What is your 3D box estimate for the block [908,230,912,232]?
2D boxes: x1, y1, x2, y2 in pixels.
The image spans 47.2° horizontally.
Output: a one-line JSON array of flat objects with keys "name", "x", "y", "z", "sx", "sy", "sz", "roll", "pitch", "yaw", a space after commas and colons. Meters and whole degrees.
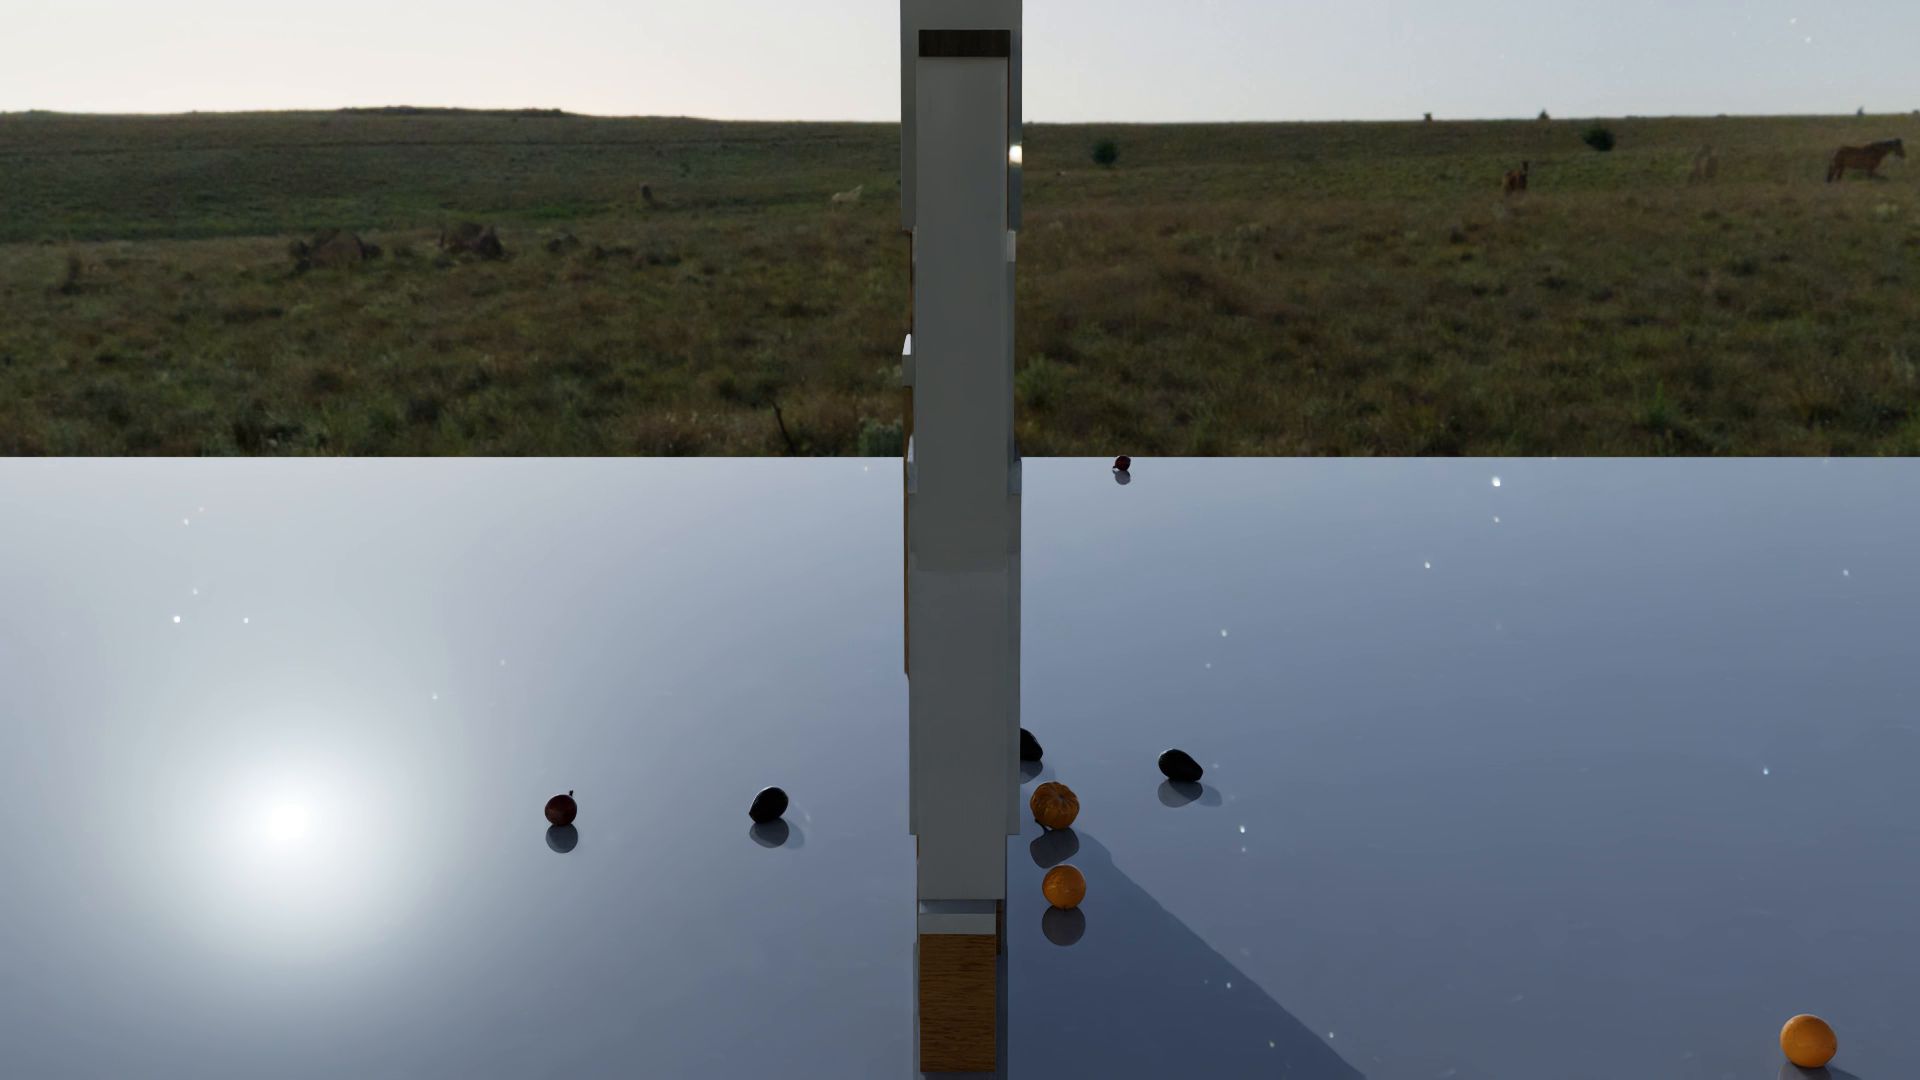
[{"name": "block", "x": 0.000, "y": -0.574, "z": 3.863, "sx": 0.174, "sy": 0.049, "sz": 0.347, "roll": 0, "pitch": 11, "yaw": 0}]

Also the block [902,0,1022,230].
[{"name": "block", "x": 0.002, "y": -0.614, "z": 3.064, "sx": 0.167, "sy": 0.359, "sz": 0.047, "roll": 0, "pitch": 10, "yaw": -1}]

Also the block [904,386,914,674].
[{"name": "block", "x": -0.004, "y": -0.019, "z": 3.411, "sx": 0.166, "sy": 0.455, "sz": 0.047, "roll": 0, "pitch": 11, "yaw": 0}]

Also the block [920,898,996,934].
[{"name": "block", "x": -0.003, "y": 0.491, "z": 3.015, "sx": 0.101, "sy": 0.029, "sz": 0.203, "roll": 0, "pitch": 10, "yaw": 0}]

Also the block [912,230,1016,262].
[{"name": "block", "x": 0.004, "y": -0.411, "z": 3.057, "sx": 0.137, "sy": 0.039, "sz": 0.274, "roll": 0, "pitch": 9, "yaw": -1}]

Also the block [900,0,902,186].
[{"name": "block", "x": -0.004, "y": -0.664, "z": 3.275, "sx": 0.167, "sy": 0.334, "sz": 0.047, "roll": 0, "pitch": 10, "yaw": 0}]

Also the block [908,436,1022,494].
[{"name": "block", "x": 0.005, "y": -0.112, "z": 3.184, "sx": 0.157, "sy": 0.045, "sz": 0.315, "roll": 0, "pitch": 9, "yaw": -1}]

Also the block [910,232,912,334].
[{"name": "block", "x": 0.002, "y": -0.356, "z": 3.780, "sx": 0.174, "sy": 0.347, "sz": 0.049, "roll": 0, "pitch": 9, "yaw": 0}]

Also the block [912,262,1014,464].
[{"name": "block", "x": 0.005, "y": -0.242, "z": 2.995, "sx": 0.137, "sy": 0.274, "sz": 0.039, "roll": 0, "pitch": 10, "yaw": -1}]

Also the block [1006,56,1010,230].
[{"name": "block", "x": 0.008, "y": -0.536, "z": 2.983, "sx": 0.116, "sy": 0.231, "sz": 0.033, "roll": 0, "pitch": 8, "yaw": -1}]

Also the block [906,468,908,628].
[{"name": "block", "x": -0.001, "y": 0.050, "z": 3.308, "sx": 0.158, "sy": 0.315, "sz": 0.045, "roll": 0, "pitch": 10, "yaw": 0}]

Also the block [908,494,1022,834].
[{"name": "block", "x": 0.007, "y": 0.173, "z": 3.125, "sx": 0.158, "sy": 0.497, "sz": 0.045, "roll": 0, "pitch": 9, "yaw": 0}]

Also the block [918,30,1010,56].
[{"name": "block", "x": 0.008, "y": -0.650, "z": 2.882, "sx": 0.116, "sy": 0.033, "sz": 0.231, "roll": 0, "pitch": 12, "yaw": 1}]

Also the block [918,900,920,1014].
[{"name": "block", "x": -0.005, "y": 0.570, "z": 3.162, "sx": 0.113, "sy": 0.225, "sz": 0.032, "roll": 0, "pitch": 11, "yaw": 0}]

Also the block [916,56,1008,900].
[{"name": "block", "x": 0.002, "y": -0.067, "z": 2.893, "sx": 0.116, "sy": 1.112, "sz": 0.033, "roll": 0, "pitch": 9, "yaw": -1}]

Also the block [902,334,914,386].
[{"name": "block", "x": -0.004, "y": -0.286, "z": 3.473, "sx": 0.166, "sy": 0.047, "sz": 0.332, "roll": 0, "pitch": 11, "yaw": 0}]

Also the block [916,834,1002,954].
[{"name": "block", "x": -0.001, "y": 0.510, "z": 3.390, "sx": 0.130, "sy": 0.259, "sz": 0.037, "roll": 0, "pitch": 11, "yaw": 0}]

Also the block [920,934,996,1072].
[{"name": "block", "x": -0.003, "y": 0.617, "z": 2.971, "sx": 0.101, "sy": 0.202, "sz": 0.029, "roll": 0, "pitch": 10, "yaw": 0}]
